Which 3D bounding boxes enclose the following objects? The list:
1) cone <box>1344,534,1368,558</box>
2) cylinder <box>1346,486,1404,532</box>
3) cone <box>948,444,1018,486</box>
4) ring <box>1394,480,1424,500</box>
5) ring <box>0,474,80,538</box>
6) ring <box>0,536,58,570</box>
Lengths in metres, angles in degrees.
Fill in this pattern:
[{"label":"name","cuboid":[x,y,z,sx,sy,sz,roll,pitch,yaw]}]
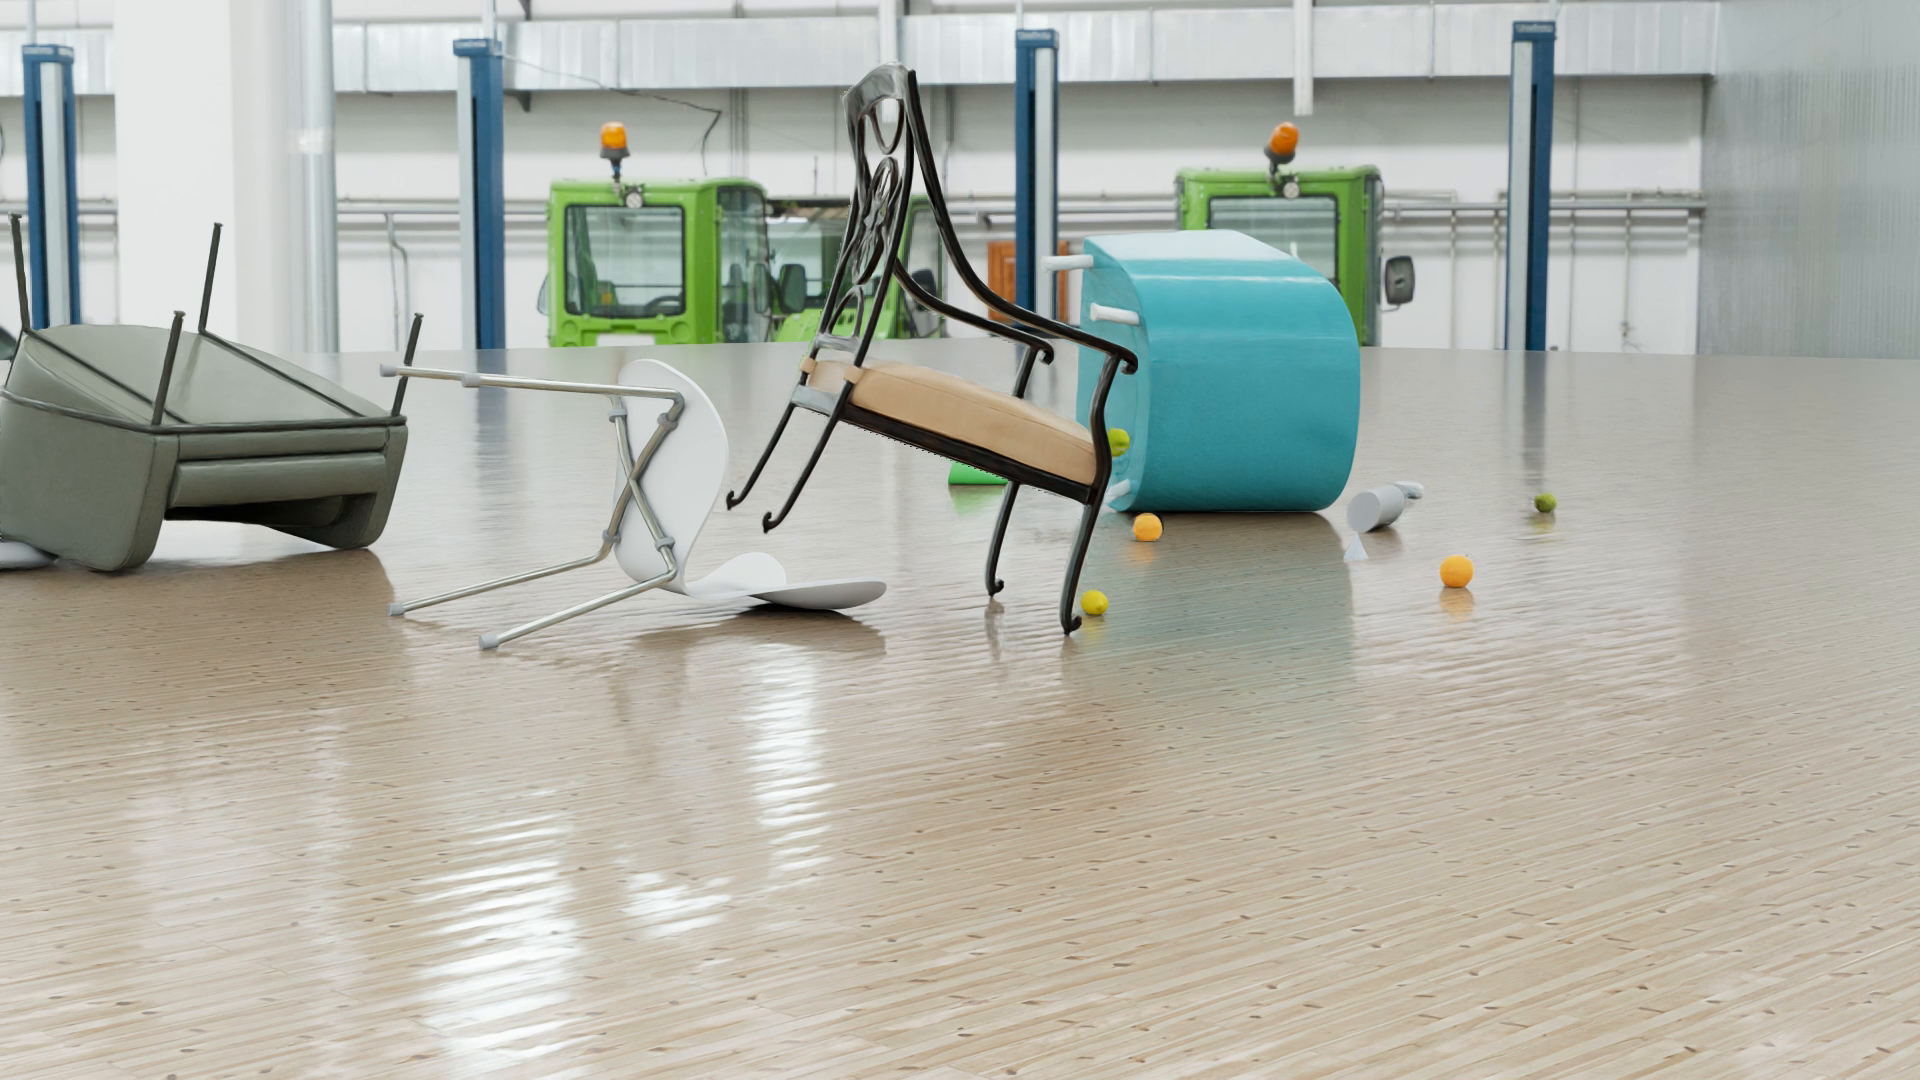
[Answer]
[{"label":"cone","cuboid":[0.926,0.010,6.005,0.062,0.063,0.047,-3,6,-25]},{"label":"cylinder","cuboid":[1.085,-0.082,6.692,0.085,0.109,0.219,28,17,21]},{"label":"cone","cuboid":[0.099,-0.205,8.111,0.241,0.106,0.151,22,35,2]},{"label":"ring","cuboid":[1.330,-0.147,7.612,0.068,0.048,0.133,0,7,-21]},{"label":"ring","cuboid":[-2.387,-0.084,6.533,0.282,0.146,0.316,-4,8,-26]},{"label":"ring","cuboid":[-2.242,0.028,5.816,0.378,0.059,0.373,1,4,-26]}]
